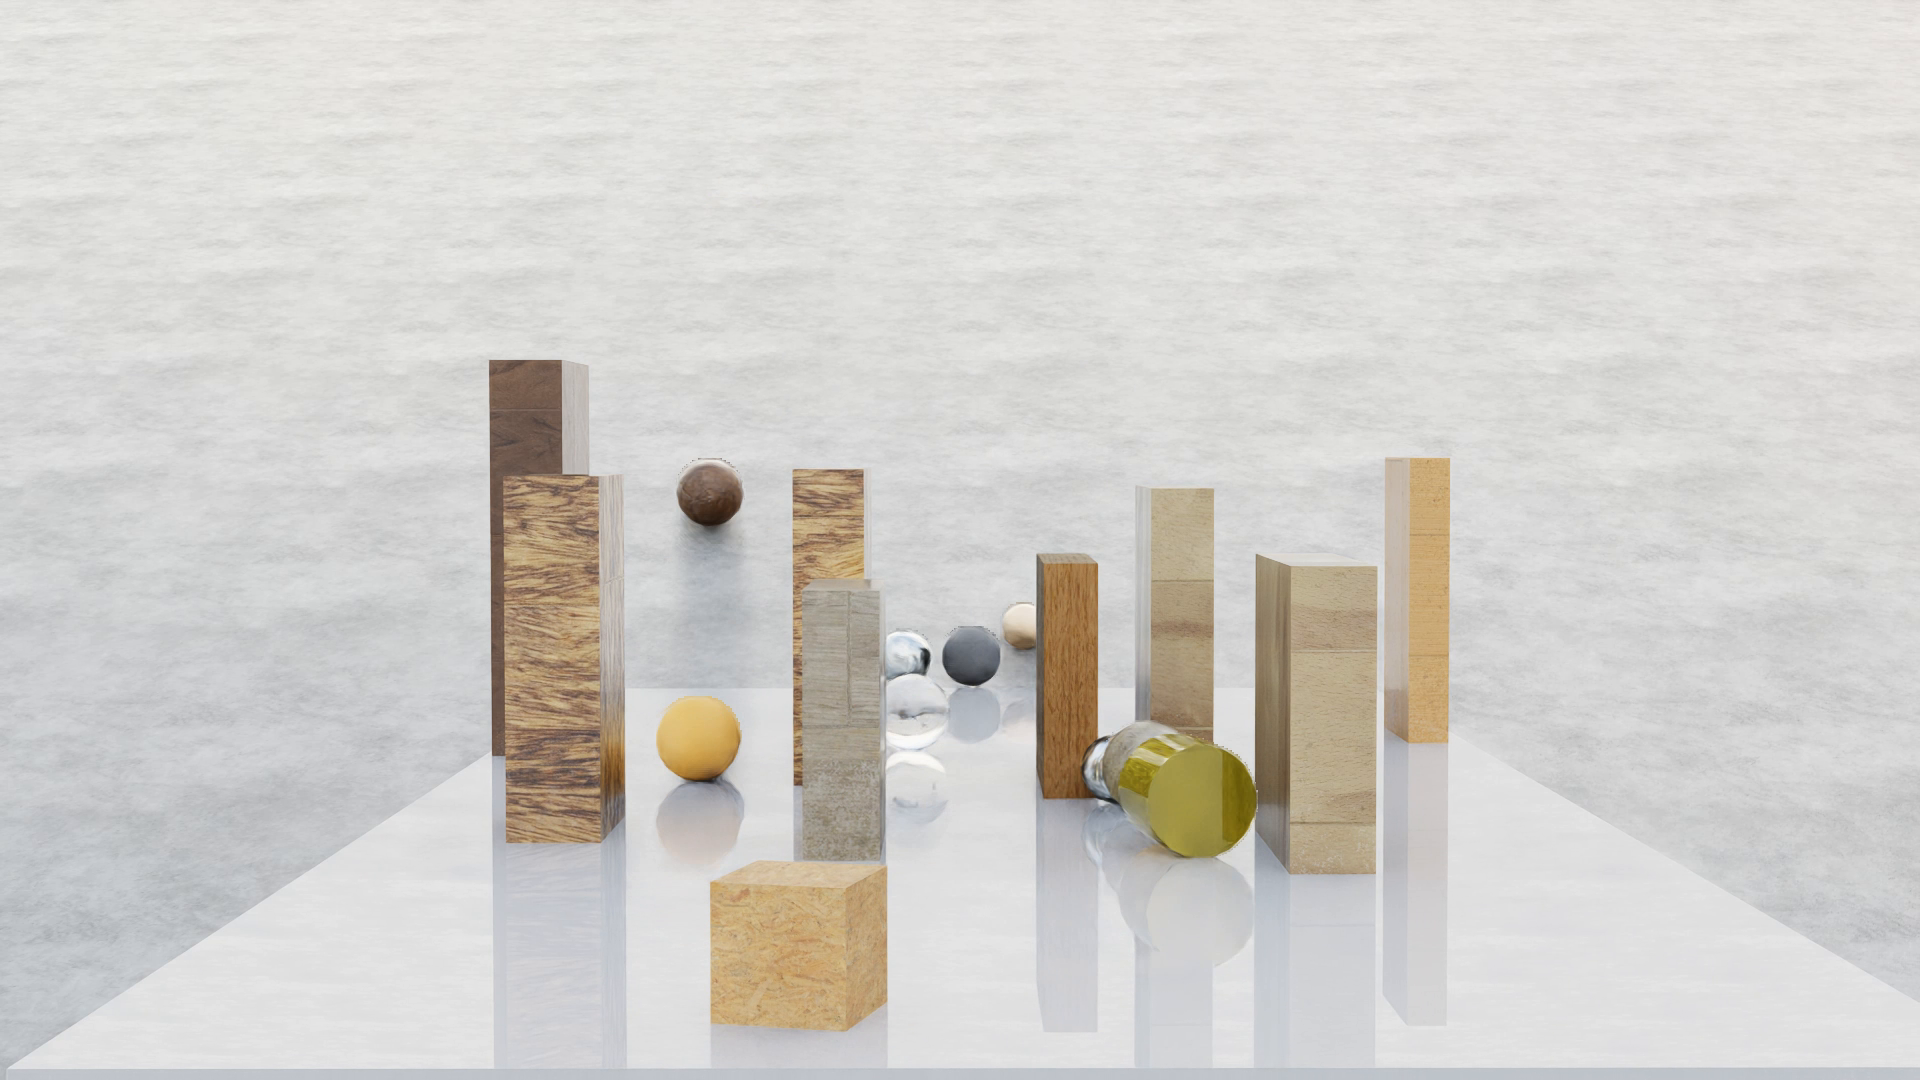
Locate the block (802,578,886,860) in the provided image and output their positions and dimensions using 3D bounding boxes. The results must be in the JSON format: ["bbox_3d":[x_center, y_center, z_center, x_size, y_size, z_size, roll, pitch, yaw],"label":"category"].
[{"bbox_3d":[-0.176,0.269,3.974,0.114,0.401,0.329,0,2,0],"label":"block"}]

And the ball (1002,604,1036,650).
[{"bbox_3d":[0.174,0.234,6.937,0.124,0.124,0.124,0,24,0],"label":"ball"}]

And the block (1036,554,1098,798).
[{"bbox_3d":[0.193,0.238,4.695,0.094,0.410,0.426,0,2,0],"label":"block"}]

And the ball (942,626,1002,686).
[{"bbox_3d":[0.030,0.299,6.614,0.152,0.152,0.152,0,24,0],"label":"ball"}]

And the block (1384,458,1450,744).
[{"bbox_3d":[0.969,0.120,5.472,0.083,0.590,0.308,0,2,0],"label":"block"}]

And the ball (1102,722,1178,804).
[{"bbox_3d":[0.314,0.380,4.307,0.154,0.154,0.154,0,24,0],"label":"ball"}]

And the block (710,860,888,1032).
[{"bbox_3d":[-0.173,0.437,2.794,0.151,0.151,0.151,1,2,15],"label":"block"}]

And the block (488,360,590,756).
[{"bbox_3d":[-0.858,0.030,5.287,0.144,0.786,0.374,0,2,0],"label":"block"}]

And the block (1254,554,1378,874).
[{"bbox_3d":[0.535,0.251,3.906,0.124,0.443,0.437,0,2,0],"label":"block"}]

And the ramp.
[{"bbox_3d":[0.055,0.499,4.546,2.000,0.100,4.000,0,2,0],"label":"ramp"}]

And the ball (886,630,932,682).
[{"bbox_3d":[-0.144,0.304,6.629,0.144,0.144,0.144,0,24,0],"label":"ball"}]

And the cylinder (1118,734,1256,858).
[{"bbox_3d":[0.345,0.388,3.924,0.169,0.169,0.169,-5,3,-11],"label":"cylinder"}]

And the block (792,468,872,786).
[{"bbox_3d":[-0.238,0.151,4.865,0.129,0.573,0.423,0,2,0],"label":"block"}]

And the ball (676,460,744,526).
[{"bbox_3d":[-0.745,-0.141,7.687,0.199,0.199,0.199,0,24,0],"label":"ball"}]

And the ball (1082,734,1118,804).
[{"bbox_3d":[0.268,0.394,4.434,0.119,0.119,0.119,0,24,0],"label":"ball"}]

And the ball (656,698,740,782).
[{"bbox_3d":[-0.481,0.366,4.732,0.154,0.154,0.154,0,24,0],"label":"ball"}]

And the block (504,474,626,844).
[{"bbox_3d":[-0.631,0.180,4.131,0.147,0.568,0.300,0,2,0],"label":"block"}]

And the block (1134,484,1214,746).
[{"bbox_3d":[0.381,0.175,4.612,0.108,0.542,0.387,0,2,0],"label":"block"}]

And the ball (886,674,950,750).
[{"bbox_3d":[-0.097,0.348,5.201,0.154,0.154,0.154,0,24,0],"label":"ball"}]
